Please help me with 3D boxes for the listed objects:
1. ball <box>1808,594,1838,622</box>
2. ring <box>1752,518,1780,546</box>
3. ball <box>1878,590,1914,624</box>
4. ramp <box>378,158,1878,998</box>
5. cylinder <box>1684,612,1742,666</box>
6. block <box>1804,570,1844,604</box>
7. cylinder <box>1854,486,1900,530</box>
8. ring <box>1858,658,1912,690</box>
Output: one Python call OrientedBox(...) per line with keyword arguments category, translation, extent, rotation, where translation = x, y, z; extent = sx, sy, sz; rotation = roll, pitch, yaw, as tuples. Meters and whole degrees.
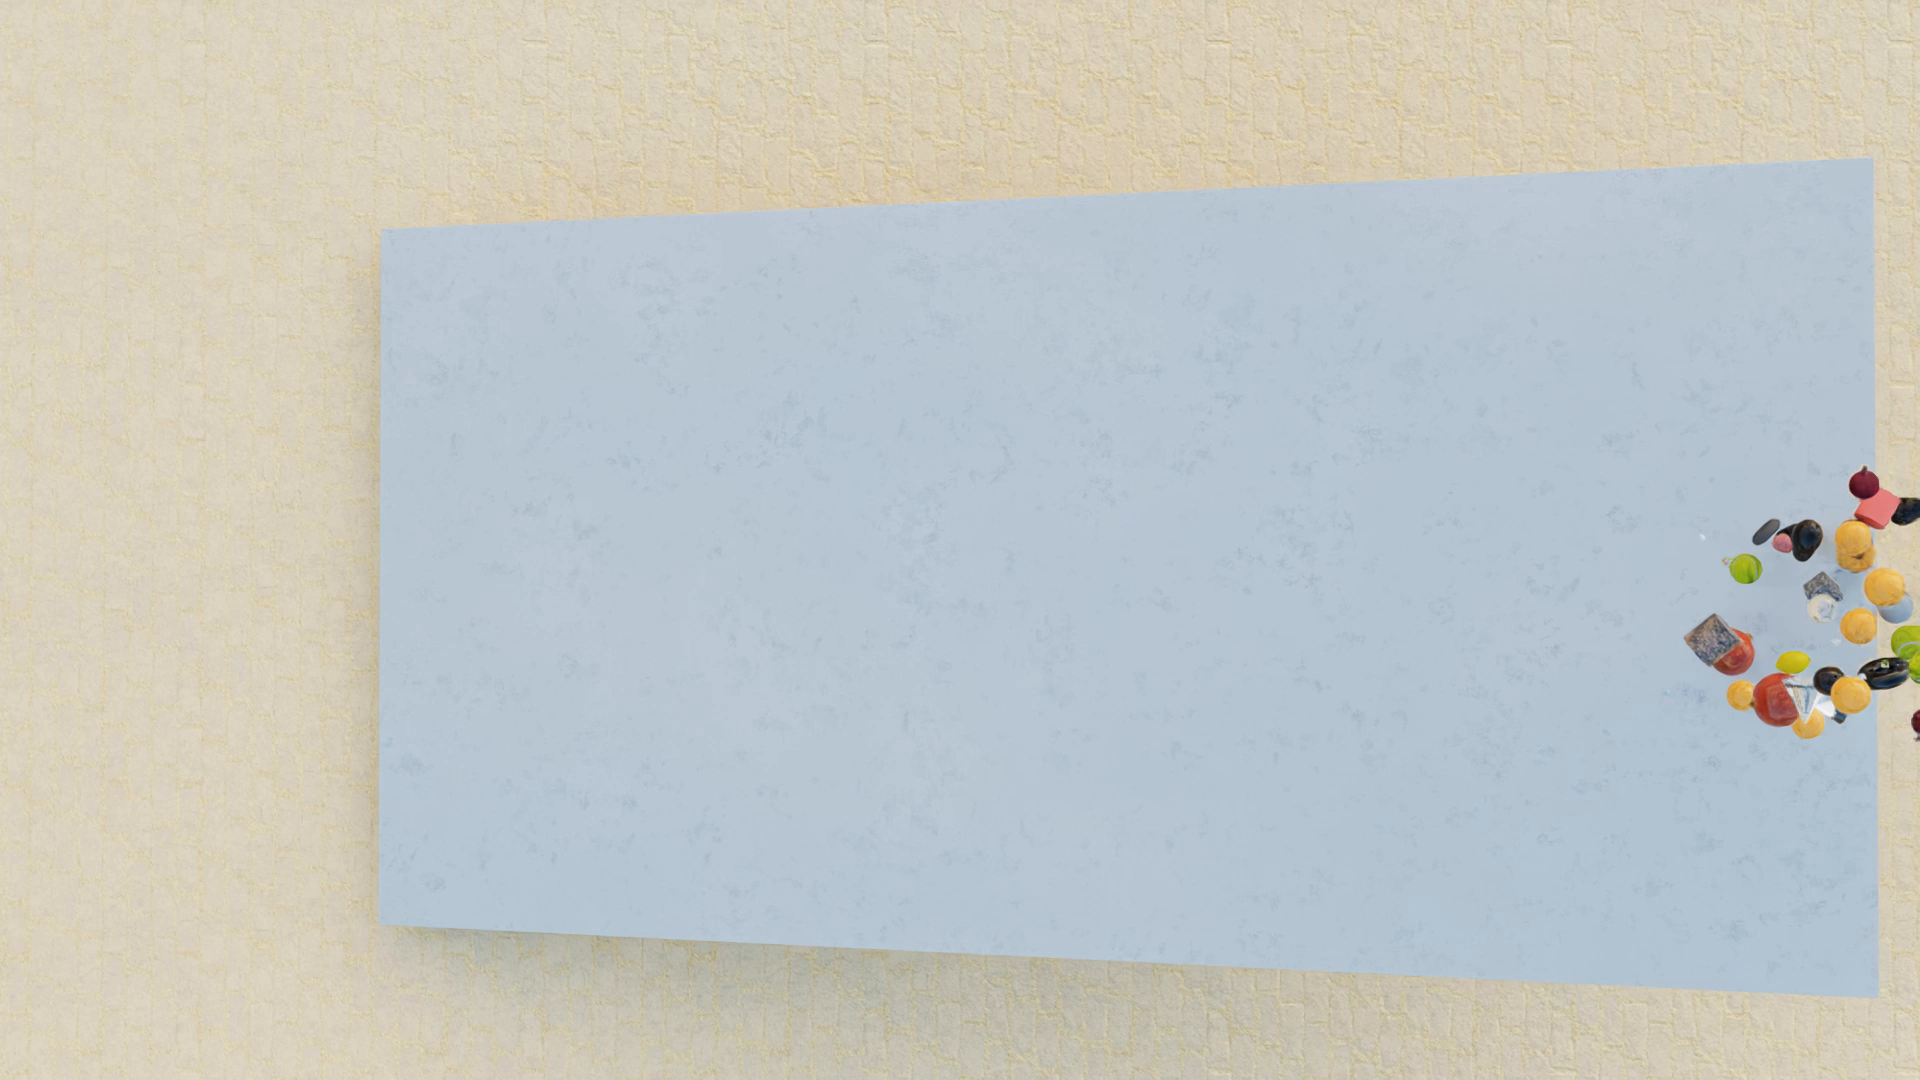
OrientedBox(category="ball", translation=(1.803, 0.143, 4.597), extent=(0.060, 0.060, 0.060), rotation=(0, 89, 0))
OrientedBox(category="ring", translation=(1.819, -0.018, 4.960), extent=(0.025, 0.075, 0.075), rotation=(44, 89, 8))
OrientedBox(category="ball", translation=(1.927, 0.137, 4.529), extent=(0.070, 0.070, 0.070), rotation=(0, 89, 0))
OrientedBox(category="ramp", translation=(0.269, 0.096, 5.824), extent=(4.000, 0.100, 2.000), rotation=(0, 89, 16))
OrientedBox(category="cylinder", translation=(1.725, 0.229, 5.042), extent=(0.090, 0.090, 0.090), rotation=(-43, 89, 18))
OrientedBox(category="block", translation=(2.019, 0.121, 5.144), extent=(0.058, 0.058, 0.058), rotation=(41, 117, -11))
OrientedBox(category="cylinder", translation=(1.972, -0.068, 4.727), extent=(0.069, 0.069, 0.069), rotation=(31, 88, 0))
OrientedBox(category="ring", translation=(1.904, 0.275, 4.527), extent=(0.109, 0.109, 0.036), rotation=(-21, 104, 0))
